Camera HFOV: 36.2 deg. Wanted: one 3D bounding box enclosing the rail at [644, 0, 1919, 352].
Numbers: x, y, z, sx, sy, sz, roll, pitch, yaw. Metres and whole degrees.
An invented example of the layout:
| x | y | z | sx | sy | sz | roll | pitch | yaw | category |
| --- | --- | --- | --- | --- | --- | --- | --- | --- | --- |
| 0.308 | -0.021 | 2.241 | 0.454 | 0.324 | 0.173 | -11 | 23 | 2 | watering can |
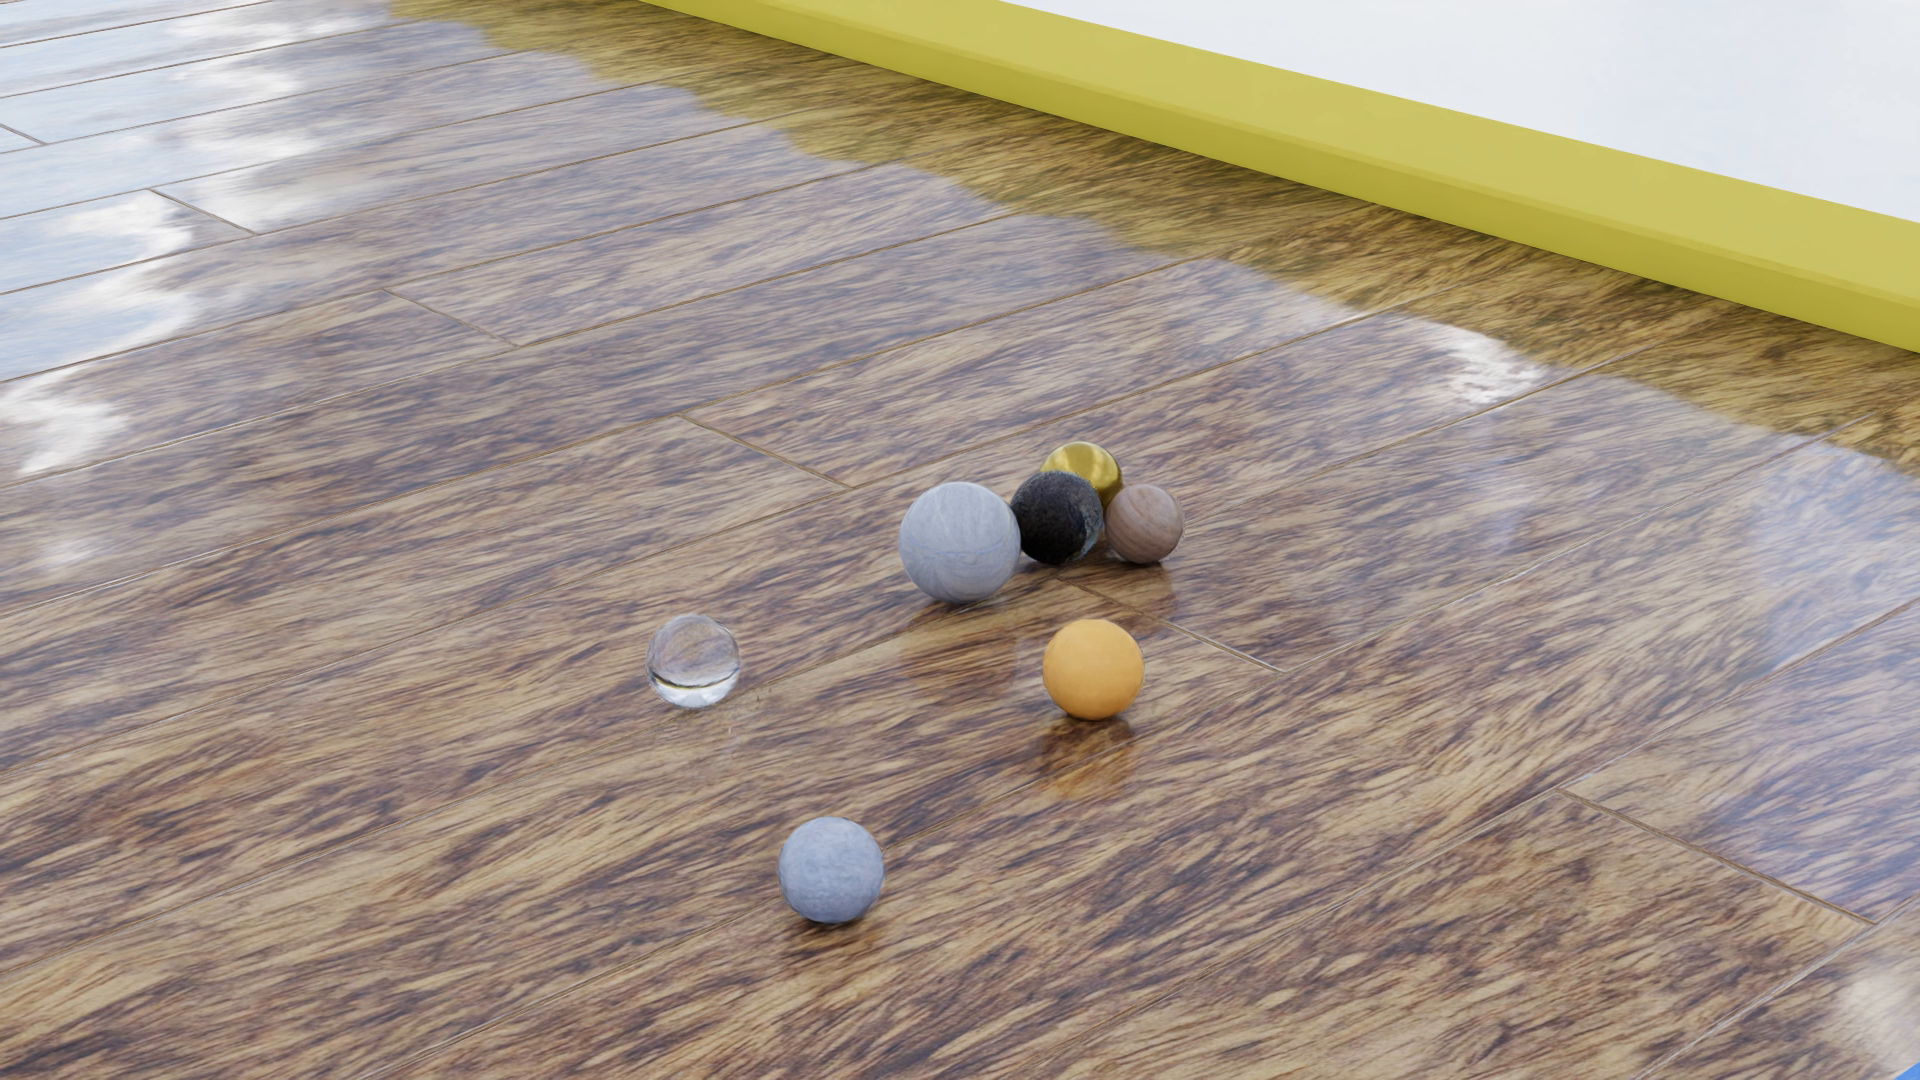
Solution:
| x | y | z | sx | sy | sz | roll | pitch | yaw | category |
| --- | --- | --- | --- | --- | --- | --- | --- | --- | --- |
| 0.102 | -0.588 | 3.658 | 0.045 | 0.126 | 3.948 | -20 | 30 | -38 | rail |

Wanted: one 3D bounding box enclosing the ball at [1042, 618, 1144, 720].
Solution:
| x | y | z | sx | sy | sz | roll | pitch | yaw | category |
| --- | --- | --- | --- | --- | --- | --- | --- | --- | --- |
| 0.096 | 0.094 | 2.136 | 0.073 | 0.073 | 0.073 | 0 | 23 | 0 | ball |

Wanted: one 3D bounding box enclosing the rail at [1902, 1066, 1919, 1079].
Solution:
| x | y | z | sx | sy | sz | roll | pitch | yaw | category |
| --- | --- | --- | --- | --- | --- | --- | --- | --- | --- |
| 0.651 | 0.255 | 1.688 | 2.135 | 0.126 | 0.045 | -20 | 30 | -38 | rail |

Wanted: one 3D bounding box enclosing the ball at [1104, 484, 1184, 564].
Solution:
| x | y | z | sx | sy | sz | roll | pitch | yaw | category |
| --- | --- | --- | --- | --- | --- | --- | --- | --- | --- |
| 0.150 | -0.013 | 2.396 | 0.065 | 0.065 | 0.065 | 0 | 23 | 0 | ball |

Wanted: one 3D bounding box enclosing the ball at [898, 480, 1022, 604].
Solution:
| x | y | z | sx | sy | sz | roll | pitch | yaw | category |
| --- | --- | --- | --- | --- | --- | --- | --- | --- | --- |
| 0.000 | 0.002 | 2.319 | 0.097 | 0.097 | 0.097 | 0 | 23 | 0 | ball |

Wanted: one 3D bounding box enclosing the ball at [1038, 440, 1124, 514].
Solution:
| x | y | z | sx | sy | sz | roll | pitch | yaw | category |
| --- | --- | --- | --- | --- | --- | --- | --- | --- | --- |
| 0.100 | -0.046 | 2.461 | 0.074 | 0.074 | 0.074 | 0 | 23 | 0 | ball |

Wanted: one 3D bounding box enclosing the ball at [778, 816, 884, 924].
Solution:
| x | y | z | sx | sy | sz | roll | pitch | yaw | category |
| --- | --- | --- | --- | --- | --- | --- | --- | --- | --- |
| -0.082 | 0.210 | 1.871 | 0.068 | 0.068 | 0.068 | 0 | 23 | 0 | ball |

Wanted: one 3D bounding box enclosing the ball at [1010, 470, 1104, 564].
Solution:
| x | y | z | sx | sy | sz | roll | pitch | yaw | category |
| --- | --- | --- | --- | --- | --- | --- | --- | --- | --- |
| 0.078 | -0.018 | 2.392 | 0.077 | 0.077 | 0.077 | 0 | 23 | 0 | ball |

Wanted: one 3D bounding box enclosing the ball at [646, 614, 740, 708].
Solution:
| x | y | z | sx | sy | sz | roll | pitch | yaw | category |
| --- | --- | --- | --- | --- | --- | --- | --- | --- | --- |
| -0.195 | 0.089 | 2.152 | 0.069 | 0.069 | 0.069 | 0 | 23 | 0 | ball |
